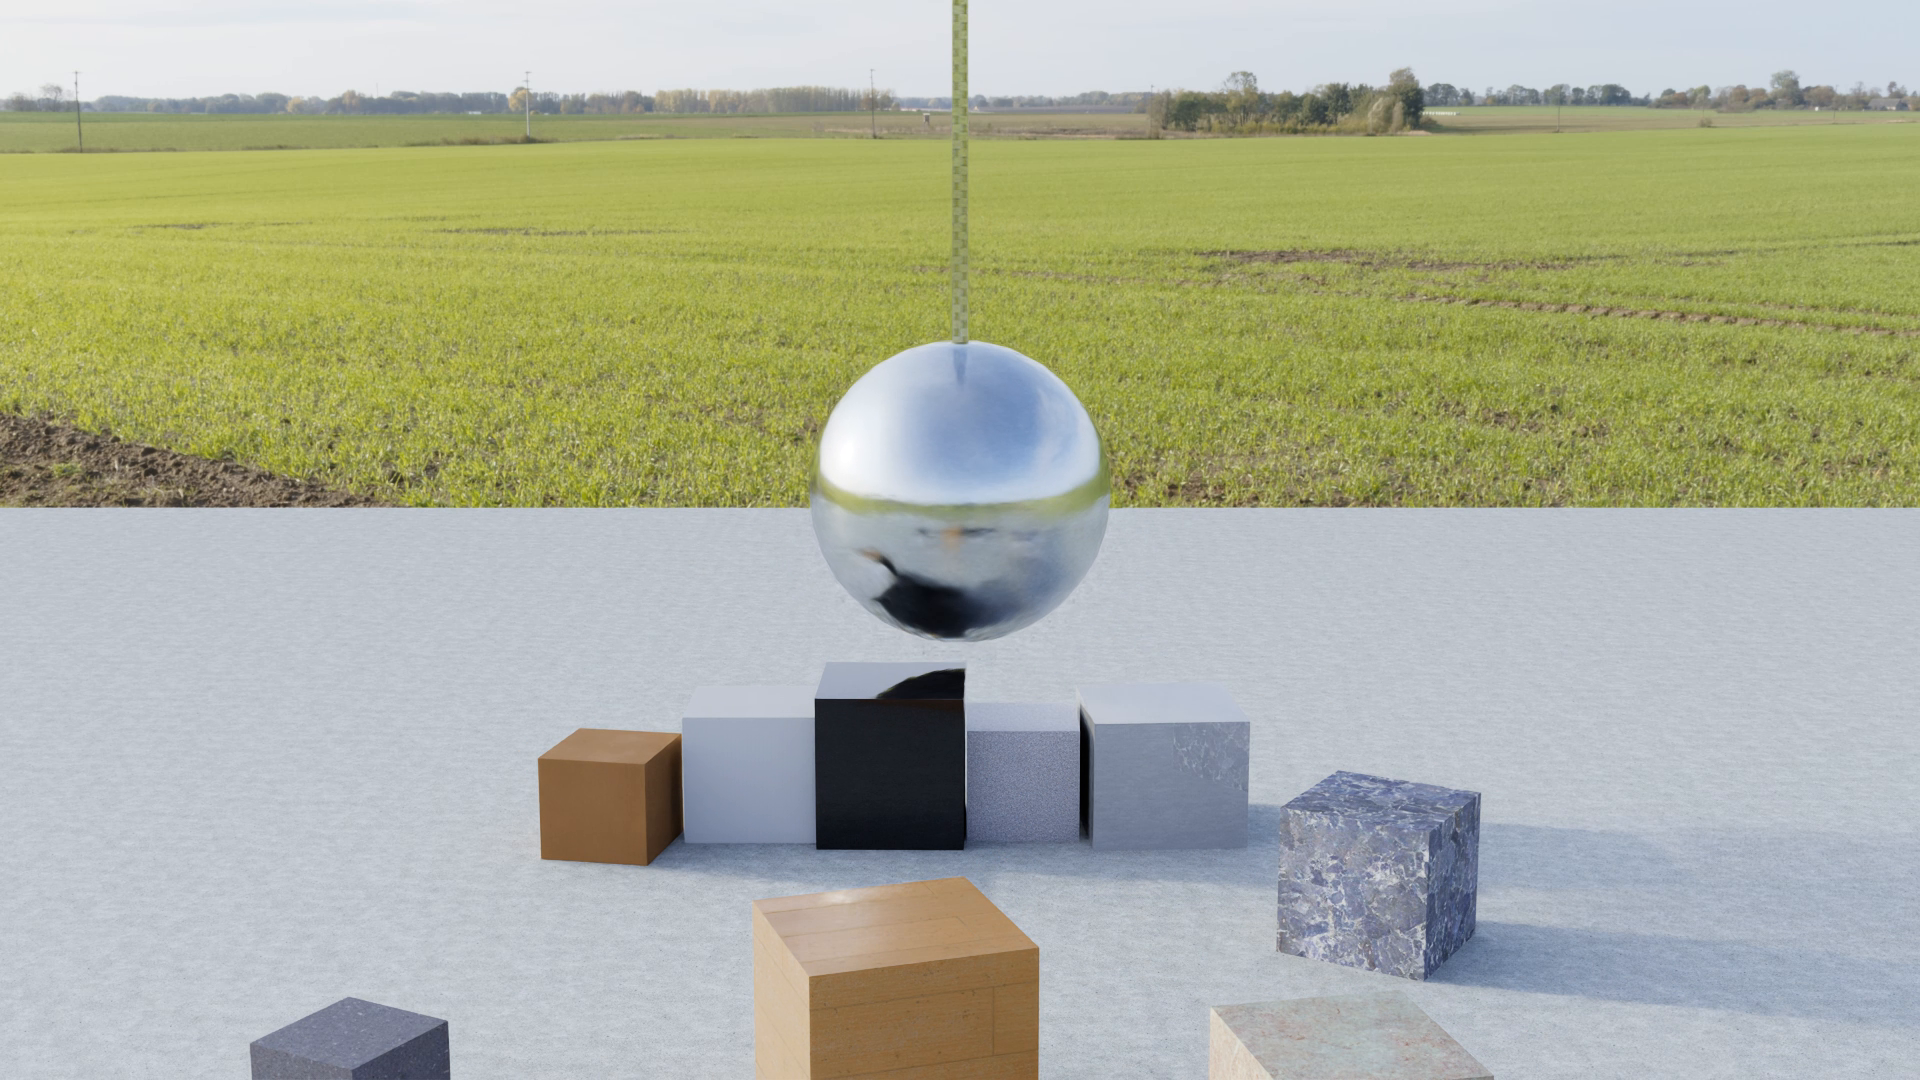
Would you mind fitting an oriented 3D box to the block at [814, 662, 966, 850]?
[{"bbox_3d":[-0.344,1.101,11.333,0.739,0.780,0.779,0,10,1],"label":"block"}]

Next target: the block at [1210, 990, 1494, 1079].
[{"bbox_3d":[1.205,1.922,6.918,0.655,0.743,0.692,-2,11,-12],"label":"block"}]

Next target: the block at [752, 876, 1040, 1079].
[{"bbox_3d":[-0.241,1.737,7.832,0.815,0.781,0.784,-4,11,-19],"label":"block"}]

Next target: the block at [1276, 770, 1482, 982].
[{"bbox_3d":[1.847,1.462,9.689,0.671,0.657,0.669,6,12,31],"label":"block"}]

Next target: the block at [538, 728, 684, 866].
[{"bbox_3d":[-1.747,1.284,11.062,0.549,0.517,0.579,2,10,11],"label":"block"}]

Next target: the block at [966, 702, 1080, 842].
[{"bbox_3d":[0.320,1.194,11.388,0.570,0.577,0.571,0,10,0],"label":"block"}]

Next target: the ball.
[{"bbox_3d":[0.000,-0.256,11.635,1.600,1.600,1.600,0,10,0],"label":"ball"}]

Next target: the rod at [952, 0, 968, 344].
[{"bbox_3d":[0.000,-3.540,10.754,0.080,5.200,0.080,0,15,0],"label":"rod"}]

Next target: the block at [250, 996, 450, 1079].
[{"bbox_3d":[-2.140,1.933,7.755,0.472,0.422,0.480,6,12,28],"label":"block"}]

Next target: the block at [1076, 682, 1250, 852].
[{"bbox_3d":[1.029,1.158,11.360,0.778,0.657,0.800,-1,10,-4],"label":"block"}]

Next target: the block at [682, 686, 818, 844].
[{"bbox_3d":[-1.059,1.153,11.390,0.666,0.656,0.650,0,10,0],"label":"block"}]
